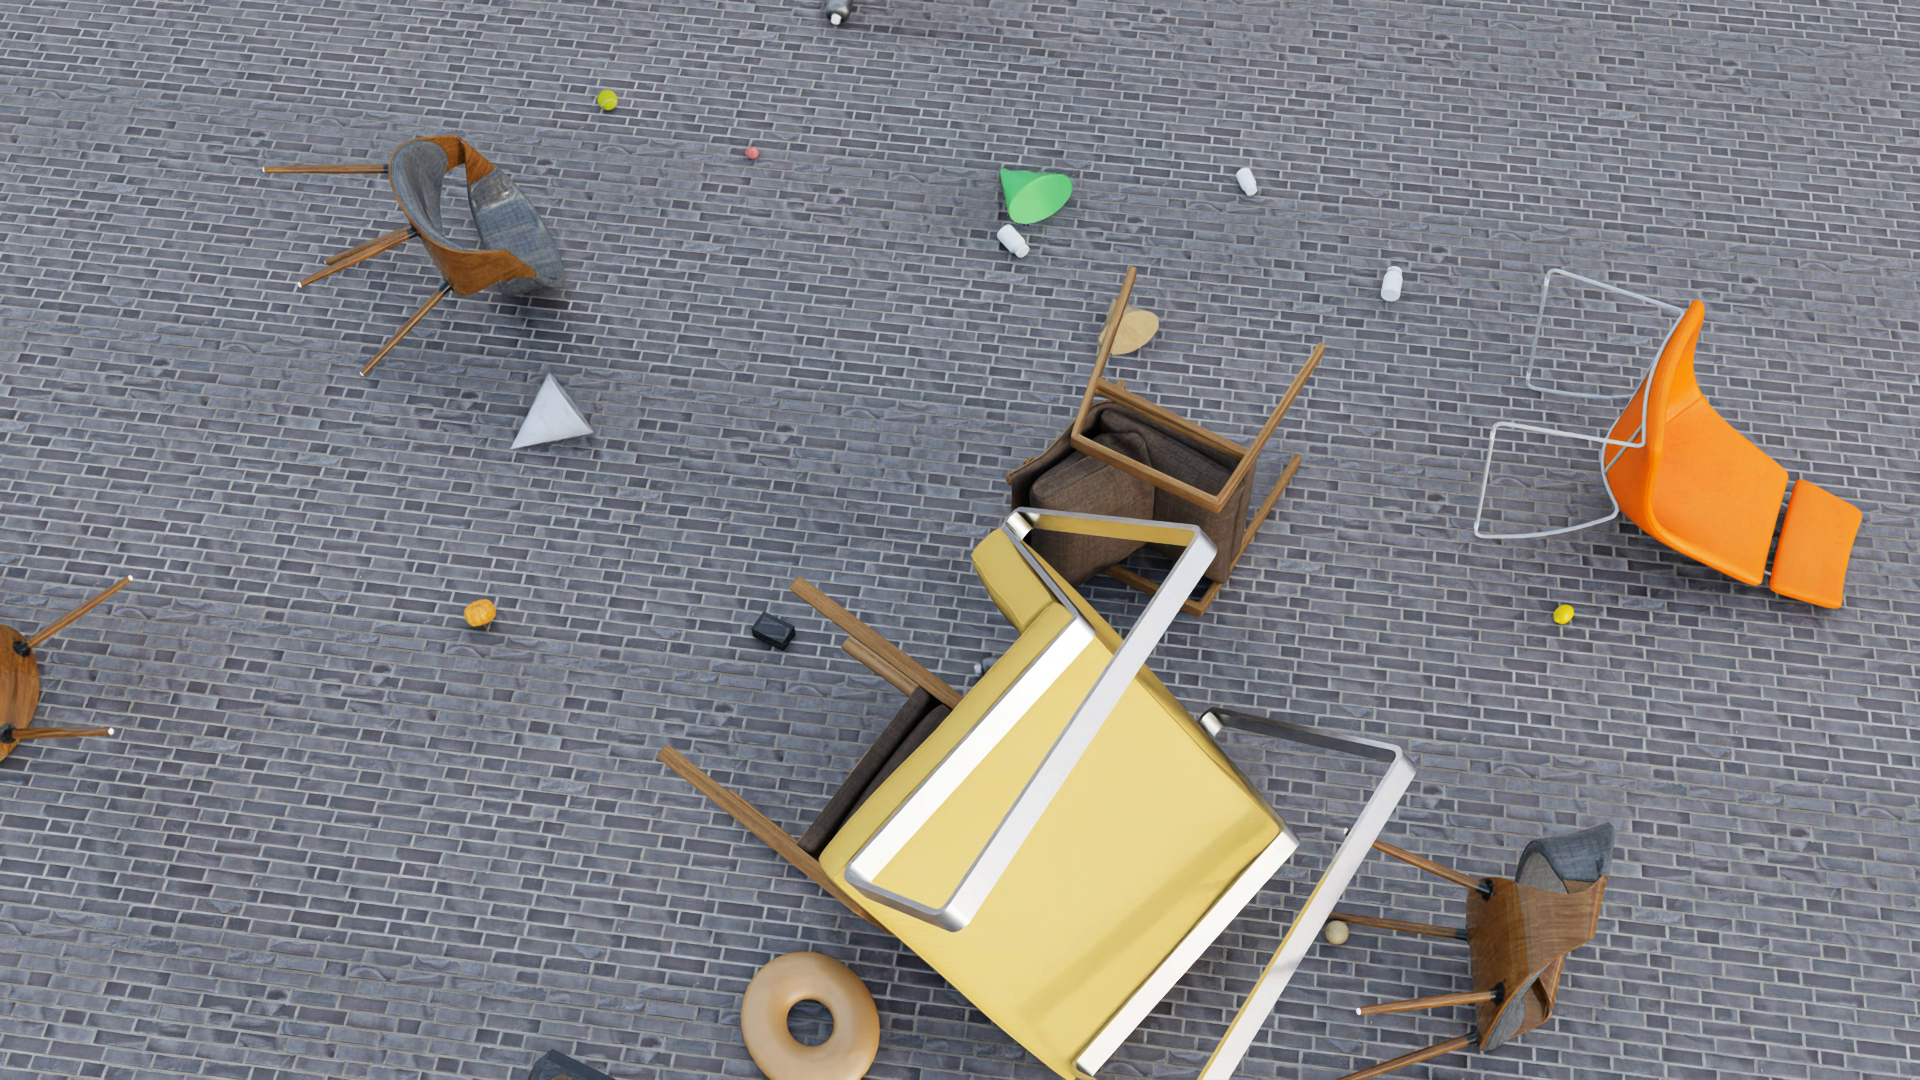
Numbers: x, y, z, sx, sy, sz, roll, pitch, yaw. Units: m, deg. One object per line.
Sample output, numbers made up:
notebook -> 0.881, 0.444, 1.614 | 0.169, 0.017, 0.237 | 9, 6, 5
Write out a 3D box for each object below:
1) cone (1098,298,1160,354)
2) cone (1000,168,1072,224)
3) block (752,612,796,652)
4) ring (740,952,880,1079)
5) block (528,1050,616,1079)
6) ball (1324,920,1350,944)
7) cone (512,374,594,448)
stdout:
cone -> 0.513, -0.716, 7.011 | 0.204, 0.140, 0.215 | -26, 37, 7
cone -> 0.200, -1.188, 7.325 | 0.251, 0.159, 0.256 | -26, 43, -20
block -> -0.540, 0.265, 6.369 | 0.105, 0.045, 0.066 | 25, 60, 16
ring -> -0.388, 1.249, 5.692 | 0.349, 0.075, 0.407 | -25, 59, -16
block -> -0.966, 1.412, 5.472 | 0.238, 0.171, 0.172 | 29, 57, -11
ball -> 1.000, 1.042, 5.836 | 0.064, 0.064, 0.064 | 0, 56, 0
cone -> -1.289, -0.351, 6.762 | 0.234, 0.158, 0.238 | -37, 76, 0
